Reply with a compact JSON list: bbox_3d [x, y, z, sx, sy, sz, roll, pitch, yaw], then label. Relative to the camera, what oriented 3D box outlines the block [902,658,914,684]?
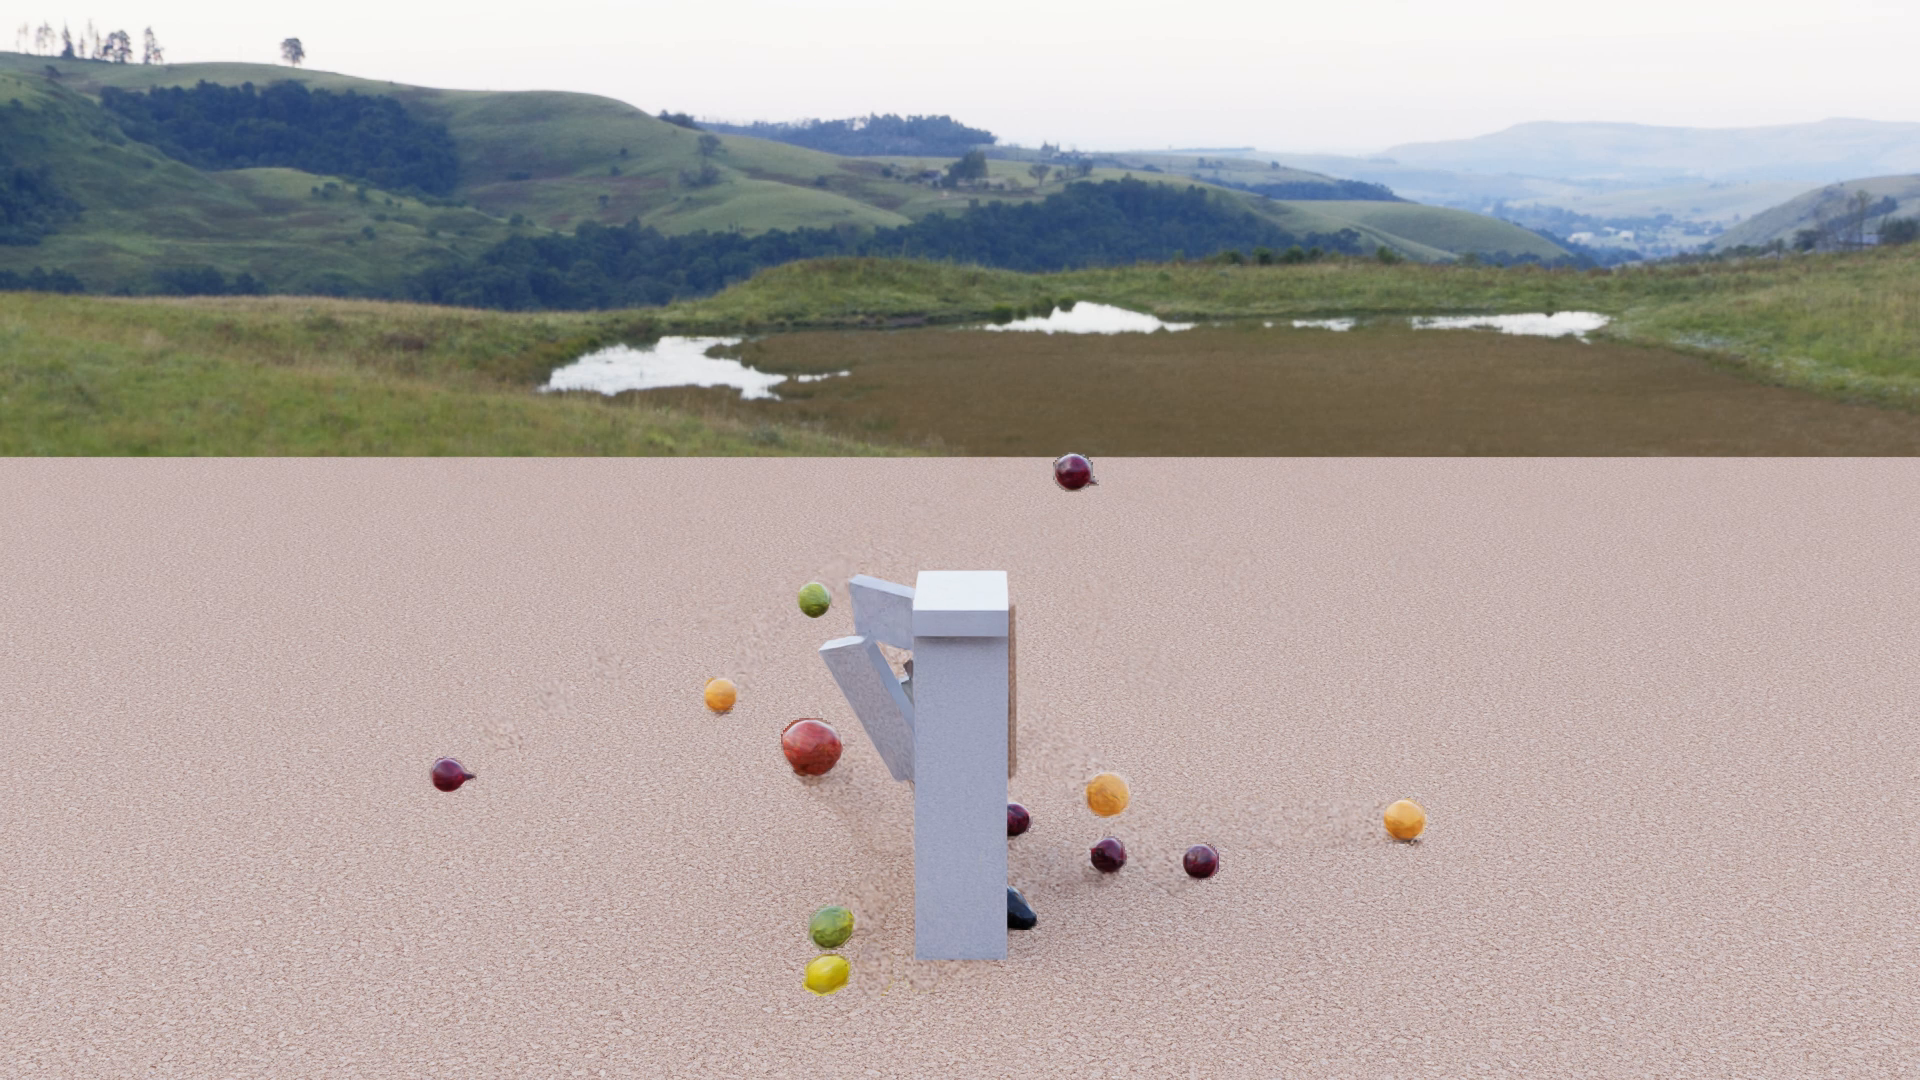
[{"bbox_3d":[-0.036,0.253,3.863,0.152,0.022,0.076,19,34,-58],"label":"block"}]

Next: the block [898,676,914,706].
[{"bbox_3d":[-0.095,0.321,3.837,0.076,0.152,0.022,-24,17,-9],"label":"block"}]

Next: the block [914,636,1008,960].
[{"bbox_3d":[0.002,0.387,3.345,0.141,0.517,0.040,0,11,0],"label":"block"}]

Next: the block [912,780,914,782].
[{"bbox_3d":[-0.046,0.399,3.834,0.071,0.020,0.141,-27,15,-24],"label":"block"}]

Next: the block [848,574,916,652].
[{"bbox_3d":[-0.091,0.129,3.645,0.206,0.103,0.029,13,32,35],"label":"block"}]

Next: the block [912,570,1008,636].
[{"bbox_3d":[0.002,0.096,3.383,0.141,0.040,0.282,0,11,1],"label":"block"}]

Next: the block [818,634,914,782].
[{"bbox_3d":[-0.131,0.288,3.753,0.103,0.280,0.029,-12,25,41],"label":"block"}]

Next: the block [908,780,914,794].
[{"bbox_3d":[-0.033,0.470,3.888,0.071,0.141,0.020,-27,7,-26],"label":"block"}]

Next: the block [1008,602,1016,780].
[{"bbox_3d":[0.016,0.237,3.505,0.141,0.282,0.040,3,14,15],"label":"block"}]
